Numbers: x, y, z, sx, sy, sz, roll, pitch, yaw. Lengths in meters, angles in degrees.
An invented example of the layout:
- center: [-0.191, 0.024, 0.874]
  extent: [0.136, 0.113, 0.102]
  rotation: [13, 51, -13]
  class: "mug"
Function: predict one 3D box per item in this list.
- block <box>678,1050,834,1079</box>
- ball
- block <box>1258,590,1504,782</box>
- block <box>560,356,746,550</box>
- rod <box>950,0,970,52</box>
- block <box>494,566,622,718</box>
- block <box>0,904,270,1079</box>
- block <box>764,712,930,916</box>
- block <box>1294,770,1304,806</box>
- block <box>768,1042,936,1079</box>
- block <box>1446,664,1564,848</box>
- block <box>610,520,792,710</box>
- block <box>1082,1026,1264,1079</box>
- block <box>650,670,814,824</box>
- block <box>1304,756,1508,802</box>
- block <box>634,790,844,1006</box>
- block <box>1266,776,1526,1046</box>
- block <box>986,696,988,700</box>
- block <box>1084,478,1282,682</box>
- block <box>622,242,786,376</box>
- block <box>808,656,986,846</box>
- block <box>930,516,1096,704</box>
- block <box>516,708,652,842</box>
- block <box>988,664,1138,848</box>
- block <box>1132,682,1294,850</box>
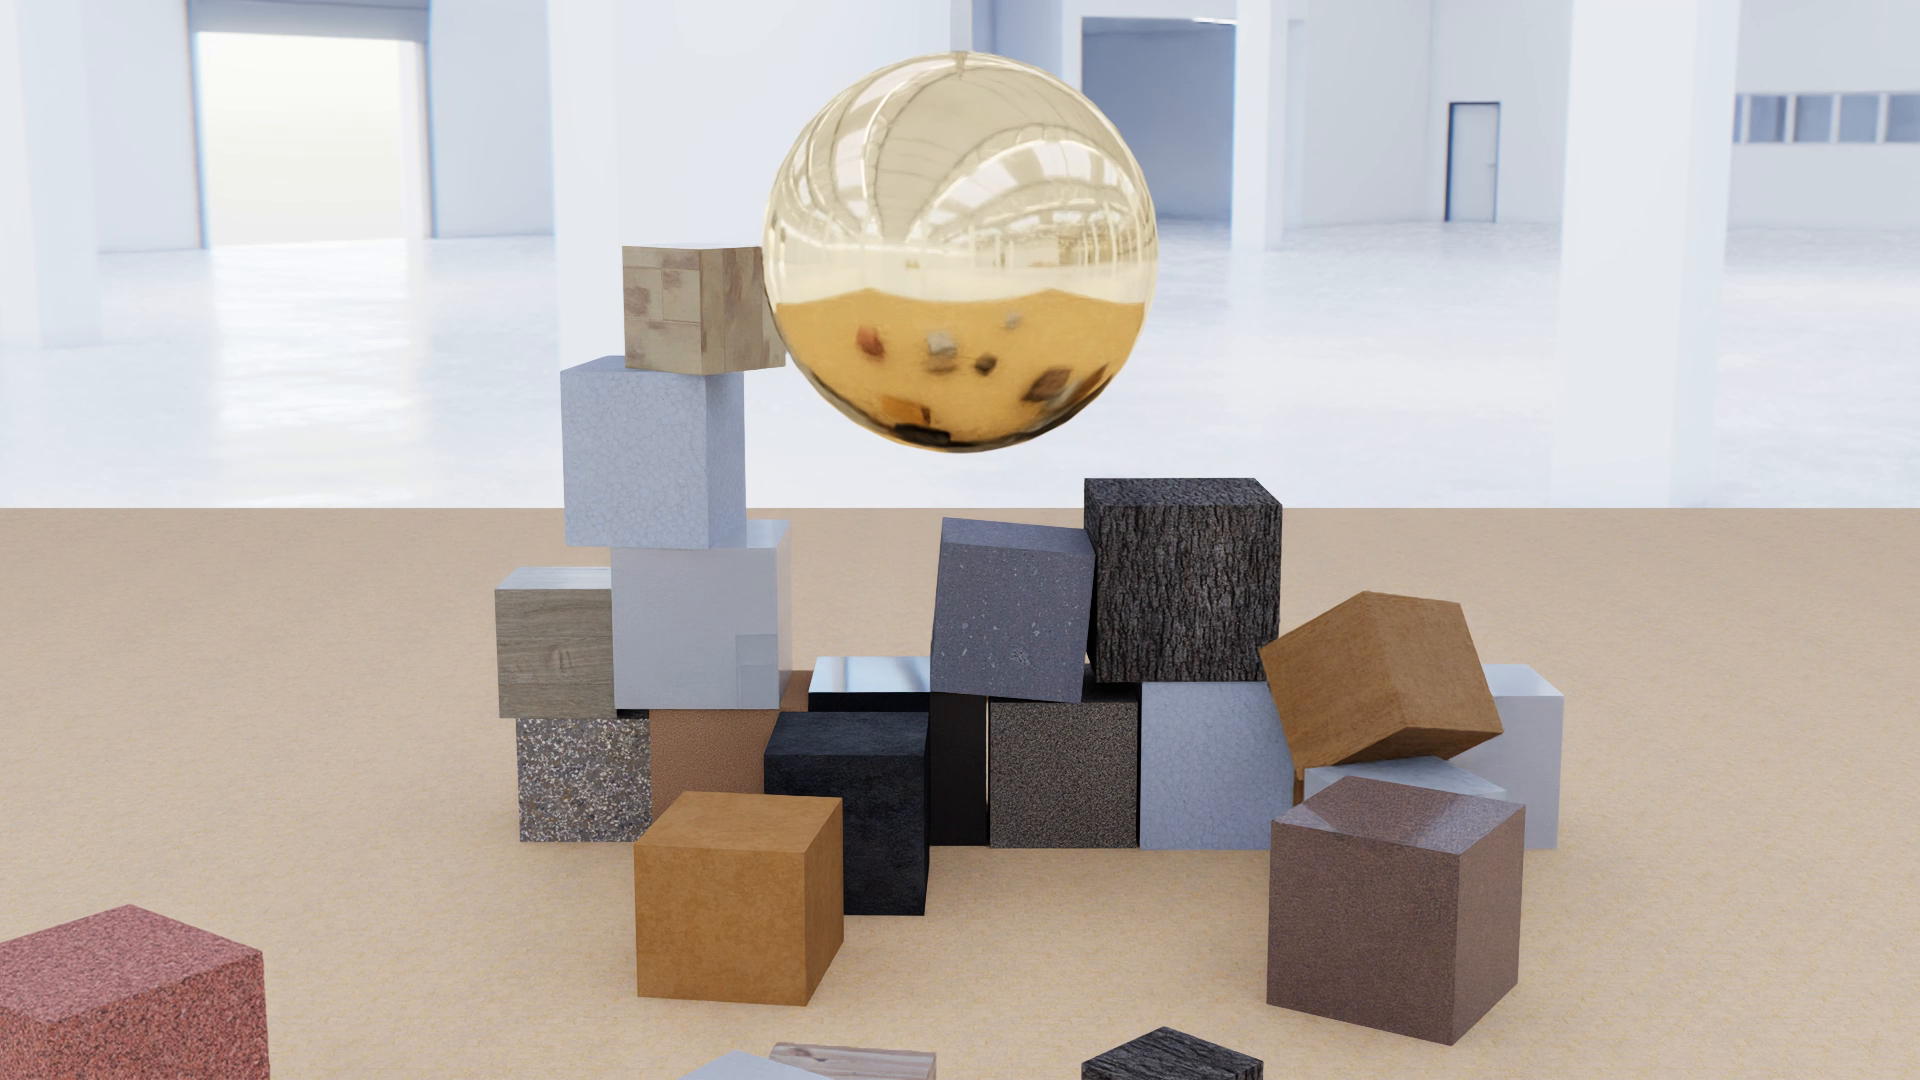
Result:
- center: [-0.633, 2.037, 6.431]
  extent: [0.743, 0.690, 0.818]
  rotation: [7, 12, 34]
  class: "block"
- center: [0.000, -1.148, 8.844]
  extent: [1.600, 1.600, 1.600]
  rotation: [0, 10, 0]
  class: "ball"
- center: [2.027, 0.726, 10.607]
  extent: [0.757, 0.684, 0.685]
  rotation: [7, -31, -42]
  class: "block"
- center: [-1.529, -0.459, 11.089]
  extent: [0.721, 0.861, 0.814]
  rotation: [1, 10, 7]
  class: "block"
- center: [0.000, -4.495, 9.441]
  extent: [0.080, 5.200, 0.080]
  rotation: [0, -10, 0]
  class: "rod"
- center: [-2.017, 0.518, 11.275]
  extent: [0.592, 0.662, 0.585]
  rotation: [0, 10, 0]
  class: "block"
- center: [-2.933, 1.800, 7.494]
  extent: [0.789, 0.778, 0.796]
  rotation: [8, 13, 36]
  class: "block"
- center: [-0.520, 1.280, 10.401]
  extent: [0.726, 0.761, 0.765]
  rotation: [0, 10, 1]
  class: "block"
- center: [1.948, 1.177, 11.423]
  extent: [0.566, 0.598, 0.617]
  rotation: [0, 10, -1]
  class: "block"
- center: [-0.398, 2.004, 7.267]
  extent: [0.554, 0.457, 0.559]
  rotation: [2, 10, 9]
  class: "block"
- center: [2.669, 1.102, 11.294]
  extent: [0.637, 0.791, 0.675]
  rotation: [0, 10, -2]
  class: "block"
- center: [-1.303, 0.364, 11.246]
  extent: [0.816, 0.815, 0.824]
  rotation: [0, 10, 0]
  class: "block"
- center: [0.705, 1.973, 7.334]
  extent: [0.424, 0.493, 0.434]
  rotation: [10, 14, 43]
  class: "block"
- center: [-1.153, 1.119, 11.394]
  extent: [0.790, 0.722, 0.778]
  rotation: [0, 10, 0]
  class: "block"
- center: [2.043, 1.401, 10.158]
  extent: [0.695, 0.609, 0.627]
  rotation: [-4, 11, -19]
  class: "block"
- center: [-0.928, 1.515, 9.394]
  extent: [0.716, 0.659, 0.767]
  rotation: [2, 10, 9]
  class: "block"
- center: [1.807, 1.505, 9.096]
  extent: [0.796, 0.785, 0.778]
  rotation: [7, 12, 32]
  class: "block"
- center: [0.164, 0.752, 14.140]
  extent: [0.455, 0.414, 0.493]
  rotation: [5, 14, 36]
  class: "block"
- center: [1.110, 0.186, 11.193]
  extent: [0.896, 0.881, 0.892]
  rotation: [0, 10, -1]
  class: "block"
- center: [-1.253, -1.145, 10.787]
  extent: [0.552, 0.596, 0.562]
  rotation: [9, 14, 40]
  class: "block"
- center: [-0.313, 1.081, 11.389]
  extent: [0.886, 0.798, 0.765]
  rotation: [0, 10, 0]
  class: "block"
- center: [0.253, 0.344, 11.166]
  extent: [0.748, 0.750, 0.731]
  rotation: [5, 10, -2]
  class: "block"
- center: [-1.892, 1.160, 11.391]
  extent: [0.675, 0.642, 0.608]
  rotation: [0, 10, 0]
  class: "block"
- center: [0.517, 1.104, 11.389]
  extent: [0.731, 0.754, 0.838]
  rotation: [0, 10, 0]
  class: "block"
- center: [1.280, 1.046, 11.368]
  extent: [0.762, 0.874, 0.861]
  rotation: [0, 10, 0]
  class: "block"
